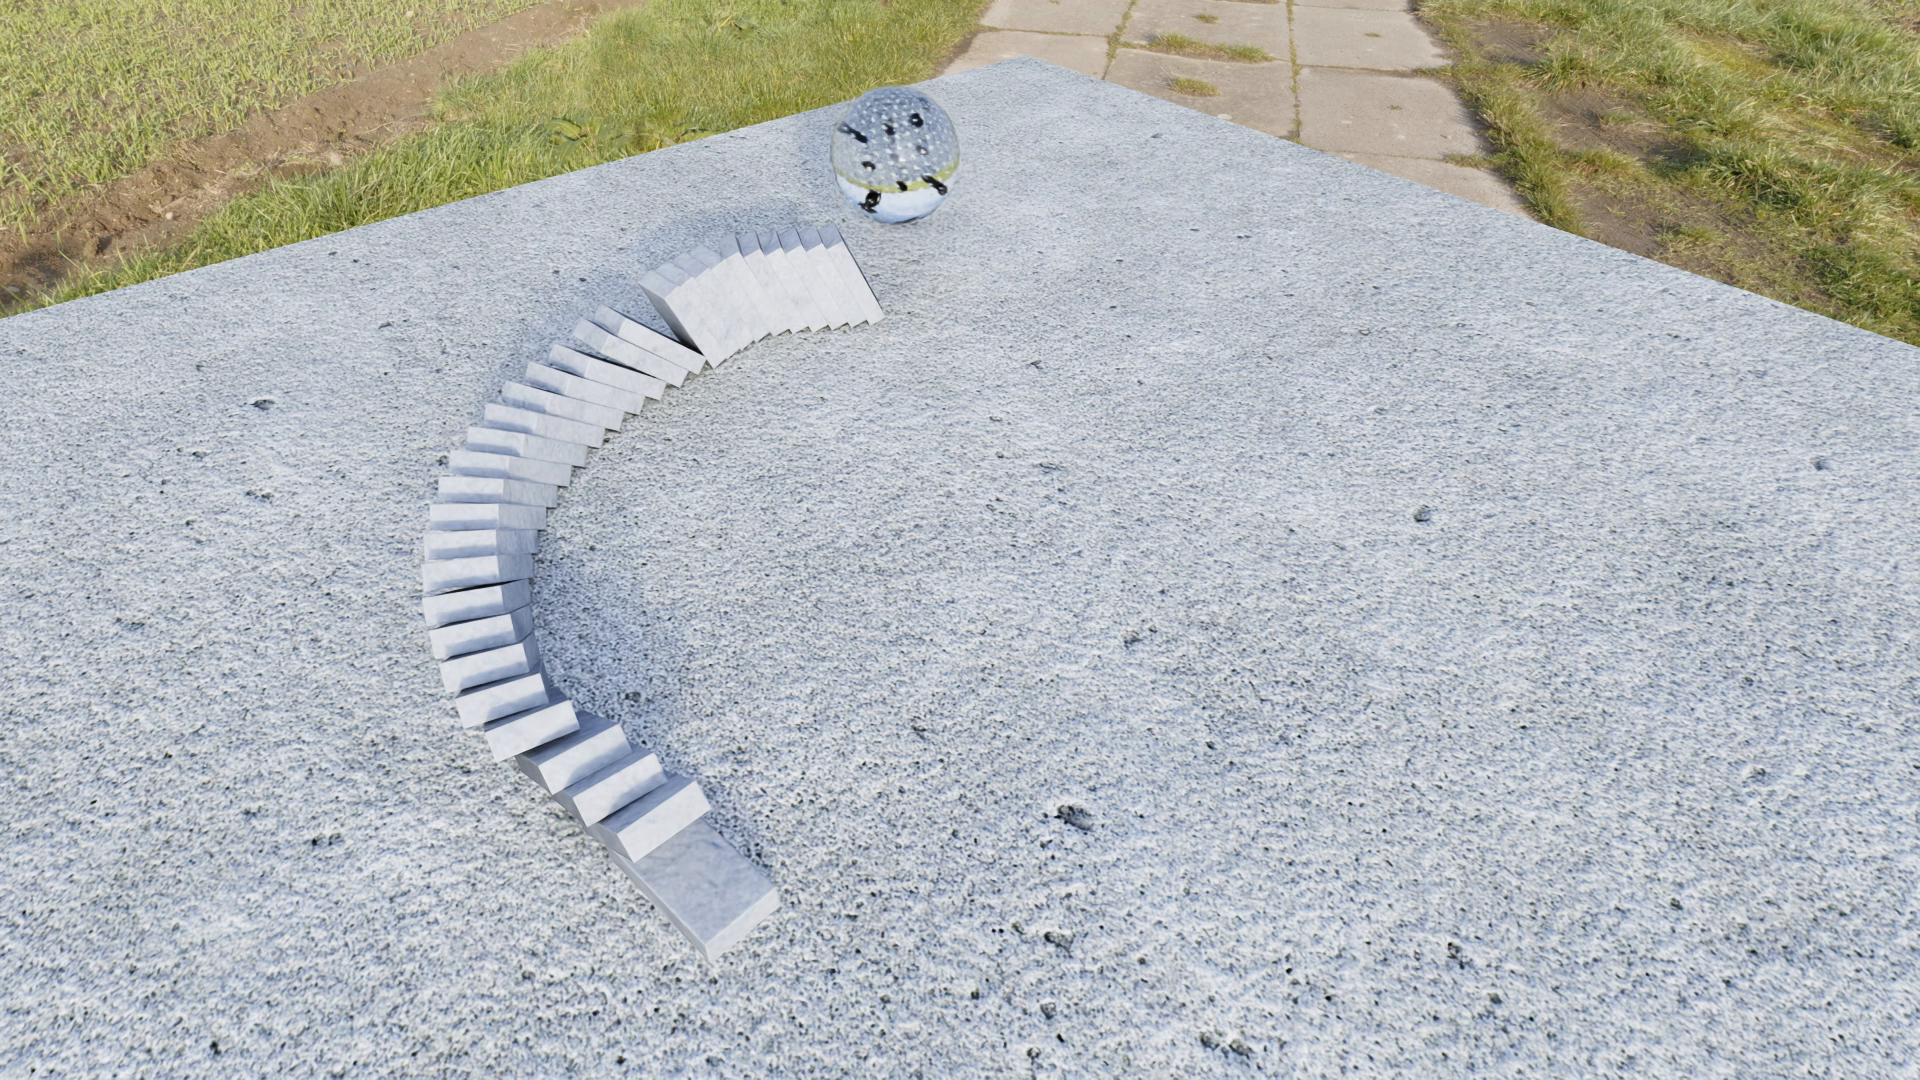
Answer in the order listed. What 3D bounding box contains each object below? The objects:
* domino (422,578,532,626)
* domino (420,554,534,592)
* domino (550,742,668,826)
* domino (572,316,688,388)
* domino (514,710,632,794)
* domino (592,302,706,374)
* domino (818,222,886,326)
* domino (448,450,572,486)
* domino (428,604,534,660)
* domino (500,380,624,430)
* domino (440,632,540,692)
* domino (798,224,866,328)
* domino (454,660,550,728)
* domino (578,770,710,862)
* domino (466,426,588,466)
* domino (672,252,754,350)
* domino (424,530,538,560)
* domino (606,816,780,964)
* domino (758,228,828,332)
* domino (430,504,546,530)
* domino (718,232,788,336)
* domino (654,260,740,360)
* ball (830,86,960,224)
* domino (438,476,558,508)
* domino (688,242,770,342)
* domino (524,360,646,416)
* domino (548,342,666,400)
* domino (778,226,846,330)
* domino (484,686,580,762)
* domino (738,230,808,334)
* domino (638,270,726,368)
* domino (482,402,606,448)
[{"bbox_3d":[-0.172,0.022,0.394,0.025,0.009,0.050,-9,3,-11],"label":"domino"},{"bbox_3d":[-0.177,0.011,0.406,0.025,0.010,0.050,-7,1,-8],"label":"domino"},{"bbox_3d":[-0.109,0.072,0.334,0.025,0.010,0.050,-28,12,-29],"label":"domino"},{"bbox_3d":[-0.158,-0.090,0.528,0.025,0.009,0.050,31,5,33],"label":"domino"},{"bbox_3d":[-0.122,0.065,0.343,0.025,0.009,0.050,-27,11,-29],"label":"domino"},{"bbox_3d":[-0.151,-0.098,0.536,0.025,0.009,0.050,32,6,38],"label":"domino"},{"bbox_3d":[-0.057,-0.141,0.584,0.009,0.050,0.025,-28,42,4],"label":"domino"},{"bbox_3d":[-0.186,-0.030,0.456,0.025,0.009,0.050,7,1,8],"label":"domino"},{"bbox_3d":[-0.165,0.031,0.383,0.025,0.009,0.050,-12,3,-14],"label":"domino"},{"bbox_3d":[-0.177,-0.060,0.493,0.025,0.009,0.050,17,3,19],"label":"domino"},{"bbox_3d":[-0.158,0.041,0.372,0.025,0.010,0.050,-14,4,-17],"label":"domino"},{"bbox_3d":[-0.067,-0.139,0.582,0.010,0.050,0.025,-28,42,4],"label":"domino"},{"bbox_3d":[-0.149,0.050,0.361,0.025,0.009,0.050,-17,5,-19],"label":"domino"},{"bbox_3d":[-0.095,0.079,0.324,0.025,0.009,0.050,-33,14,-30],"label":"domino"},{"bbox_3d":[-0.183,-0.039,0.468,0.025,0.010,0.050,9,1,10],"label":"domino"},{"bbox_3d":[-0.126,-0.121,0.560,0.009,0.050,0.025,-44,53,-12],"label":"domino"},{"bbox_3d":[-0.181,0.002,0.419,0.025,0.010,0.050,-4,1,-5],"label":"domino"},{"bbox_3d":[-0.079,0.098,0.324,0.050,0.010,0.025,31,48,32],"label":"domino"},{"bbox_3d":[-0.087,-0.136,0.578,0.009,0.050,0.025,-28,42,4],"label":"domino"},{"bbox_3d":[-0.184,-0.009,0.431,0.025,0.009,0.050,-1,0,-1],"label":"domino"},{"bbox_3d":[-0.108,-0.133,0.574,0.010,0.050,0.025,-28,42,4],"label":"domino"},{"bbox_3d":[-0.132,-0.115,0.553,0.009,0.050,0.025,-45,54,-12],"label":"domino"},{"bbox_3d":[-0.040,-0.236,0.675,0.080,0.080,0.080,0,39,0],"label":"ball"},{"bbox_3d":[-0.185,-0.019,0.443,0.025,0.010,0.050,2,0,3],"label":"domino"},{"bbox_3d":[-0.119,-0.127,0.567,0.010,0.050,0.025,-42,51,-11],"label":"domino"},{"bbox_3d":[-0.172,-0.069,0.505,0.025,0.010,0.050,20,4,22],"label":"domino"},{"bbox_3d":[-0.165,-0.079,0.516,0.025,0.009,0.050,23,5,26],"label":"domino"},{"bbox_3d":[-0.077,-0.138,0.580,0.009,0.050,0.025,-28,41,4],"label":"domino"},{"bbox_3d":[-0.137,0.058,0.350,0.025,0.009,0.050,-21,7,-24],"label":"domino"},{"bbox_3d":[-0.098,-0.135,0.577,0.010,0.050,0.025,-28,42,4],"label":"domino"},{"bbox_3d":[-0.137,-0.109,0.545,0.025,0.050,0.009,33,73,34],"label":"domino"},{"bbox_3d":[-0.181,-0.050,0.481,0.025,0.009,0.050,12,1,14],"label":"domino"}]
